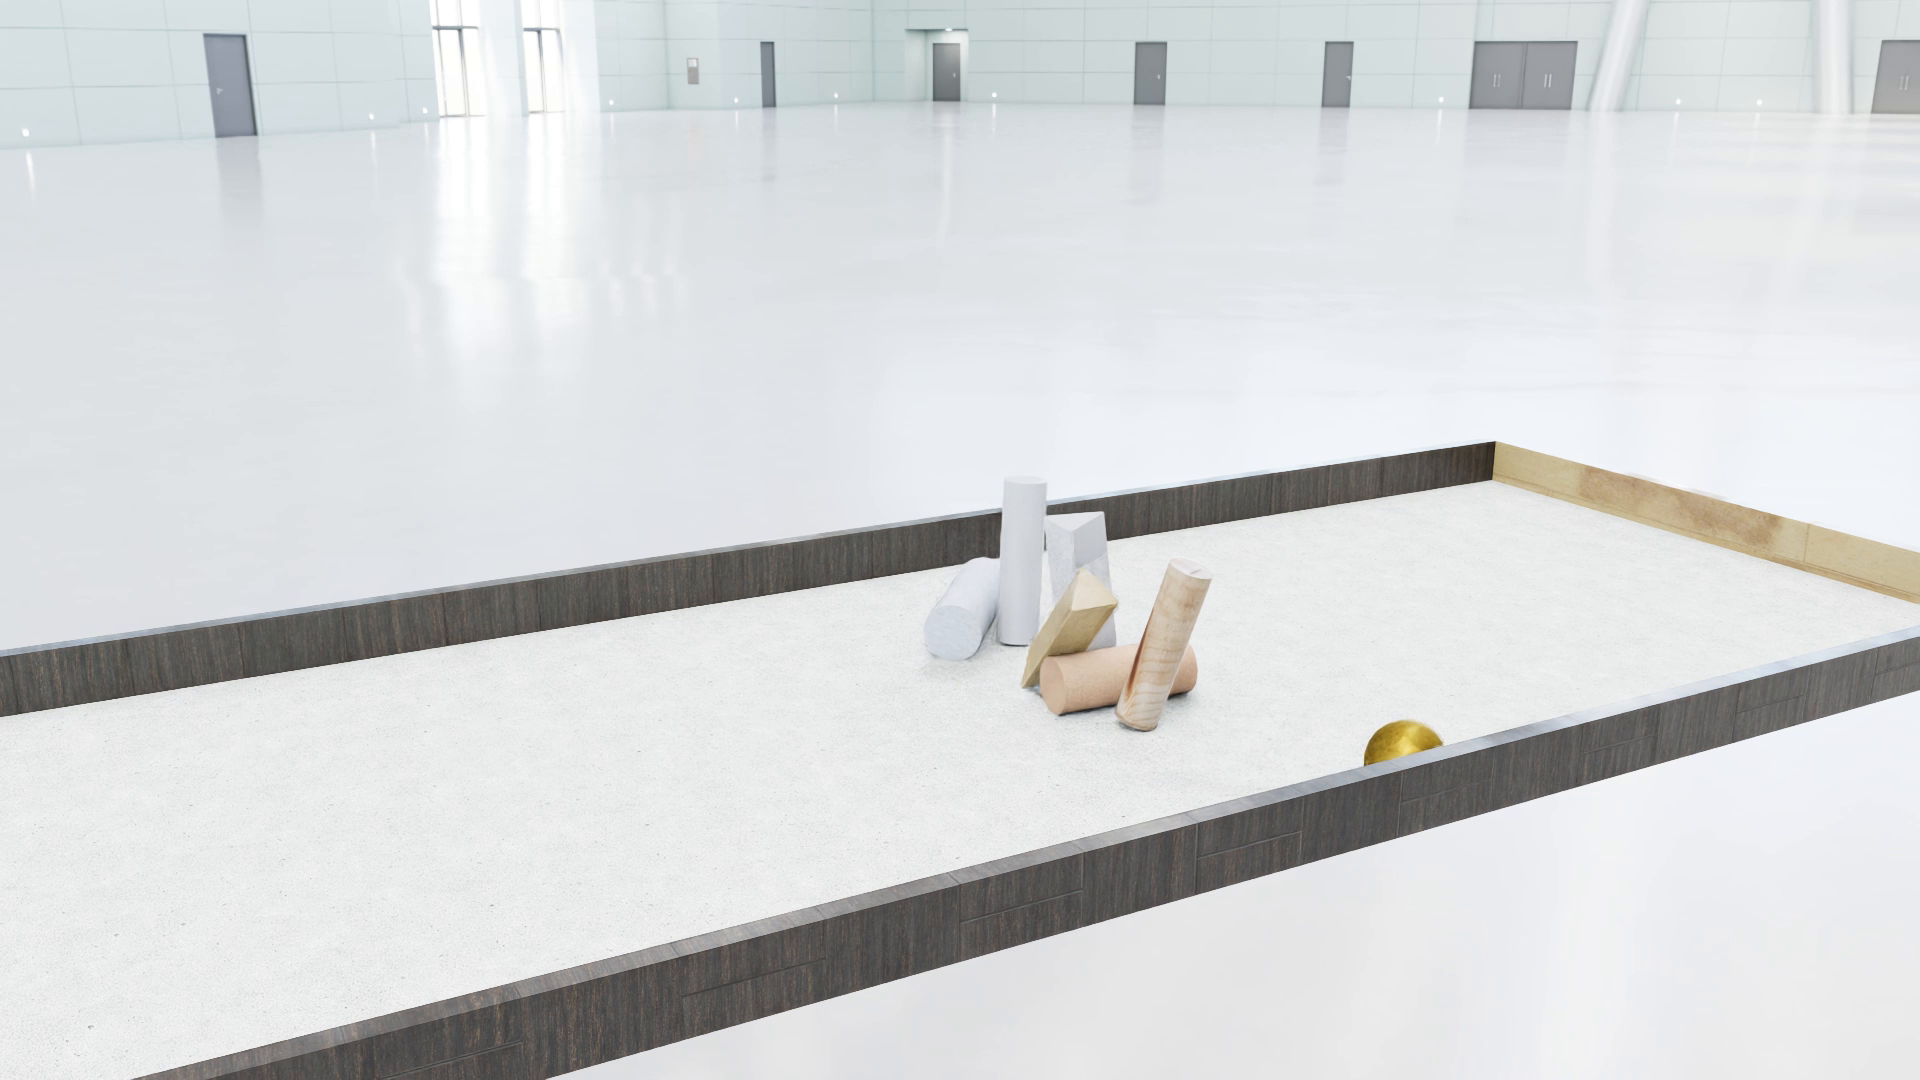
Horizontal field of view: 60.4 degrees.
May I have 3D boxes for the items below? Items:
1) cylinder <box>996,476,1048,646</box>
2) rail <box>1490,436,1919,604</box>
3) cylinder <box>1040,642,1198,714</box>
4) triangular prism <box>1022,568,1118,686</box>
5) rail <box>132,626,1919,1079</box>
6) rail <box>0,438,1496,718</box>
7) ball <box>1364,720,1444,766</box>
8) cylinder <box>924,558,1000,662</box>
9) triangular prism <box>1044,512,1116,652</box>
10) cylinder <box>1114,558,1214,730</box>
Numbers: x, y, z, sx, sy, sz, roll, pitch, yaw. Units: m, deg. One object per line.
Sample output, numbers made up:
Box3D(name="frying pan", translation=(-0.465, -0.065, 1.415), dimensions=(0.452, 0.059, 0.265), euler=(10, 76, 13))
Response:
Box3D(name="cylinder", translation=(0.163, 0.054, 4.386), dimensions=(0.116, 0.436, 0.116), euler=(2, 13, -1))
Box3D(name="rail", translation=(2.466, -0.048, 5.253), dimensions=(0.050, 0.150, 2.100), euler=(-9, 18, -27))
Box3D(name="cylinder", translation=(0.385, 0.328, 3.995), dimensions=(0.359, 0.138, 0.138), euler=(-7, 18, -22))
Box3D(name="triangular prism", translation=(0.243, 0.209, 3.949), dimensions=(0.117, 0.102, 0.434), euler=(-8, -26, -20))
Box3D(name="rail", translation=(-2.336, 1.006, 1.665), dimensions=(12.000, 0.150, 0.050), euler=(-9, 18, -27))
Box3D(name="rail", translation=(-3.305, 0.497, 3.399), dimensions=(12.000, 0.150, 0.050), euler=(-9, 18, -27))
Box3D(name="ball", translation=(0.937, 0.465, 3.468), dimensions=(0.171, 0.171, 0.171), euler=(0, 16, 0))
Box3D(name="cylinder", translation=(0.023, 0.182, 4.464), dimensions=(0.154, 0.154, 0.428), euler=(3, 17, 11))
Box3D(name="triangular prism", translation=(0.285, 0.142, 4.129), dimensions=(0.128, 0.413, 0.148), euler=(8, 24, 37))
Box3D(name="cylinder", translation=(0.468, 0.242, 3.802), dimensions=(0.105, 0.398, 0.105), euler=(15, 21, -6))
